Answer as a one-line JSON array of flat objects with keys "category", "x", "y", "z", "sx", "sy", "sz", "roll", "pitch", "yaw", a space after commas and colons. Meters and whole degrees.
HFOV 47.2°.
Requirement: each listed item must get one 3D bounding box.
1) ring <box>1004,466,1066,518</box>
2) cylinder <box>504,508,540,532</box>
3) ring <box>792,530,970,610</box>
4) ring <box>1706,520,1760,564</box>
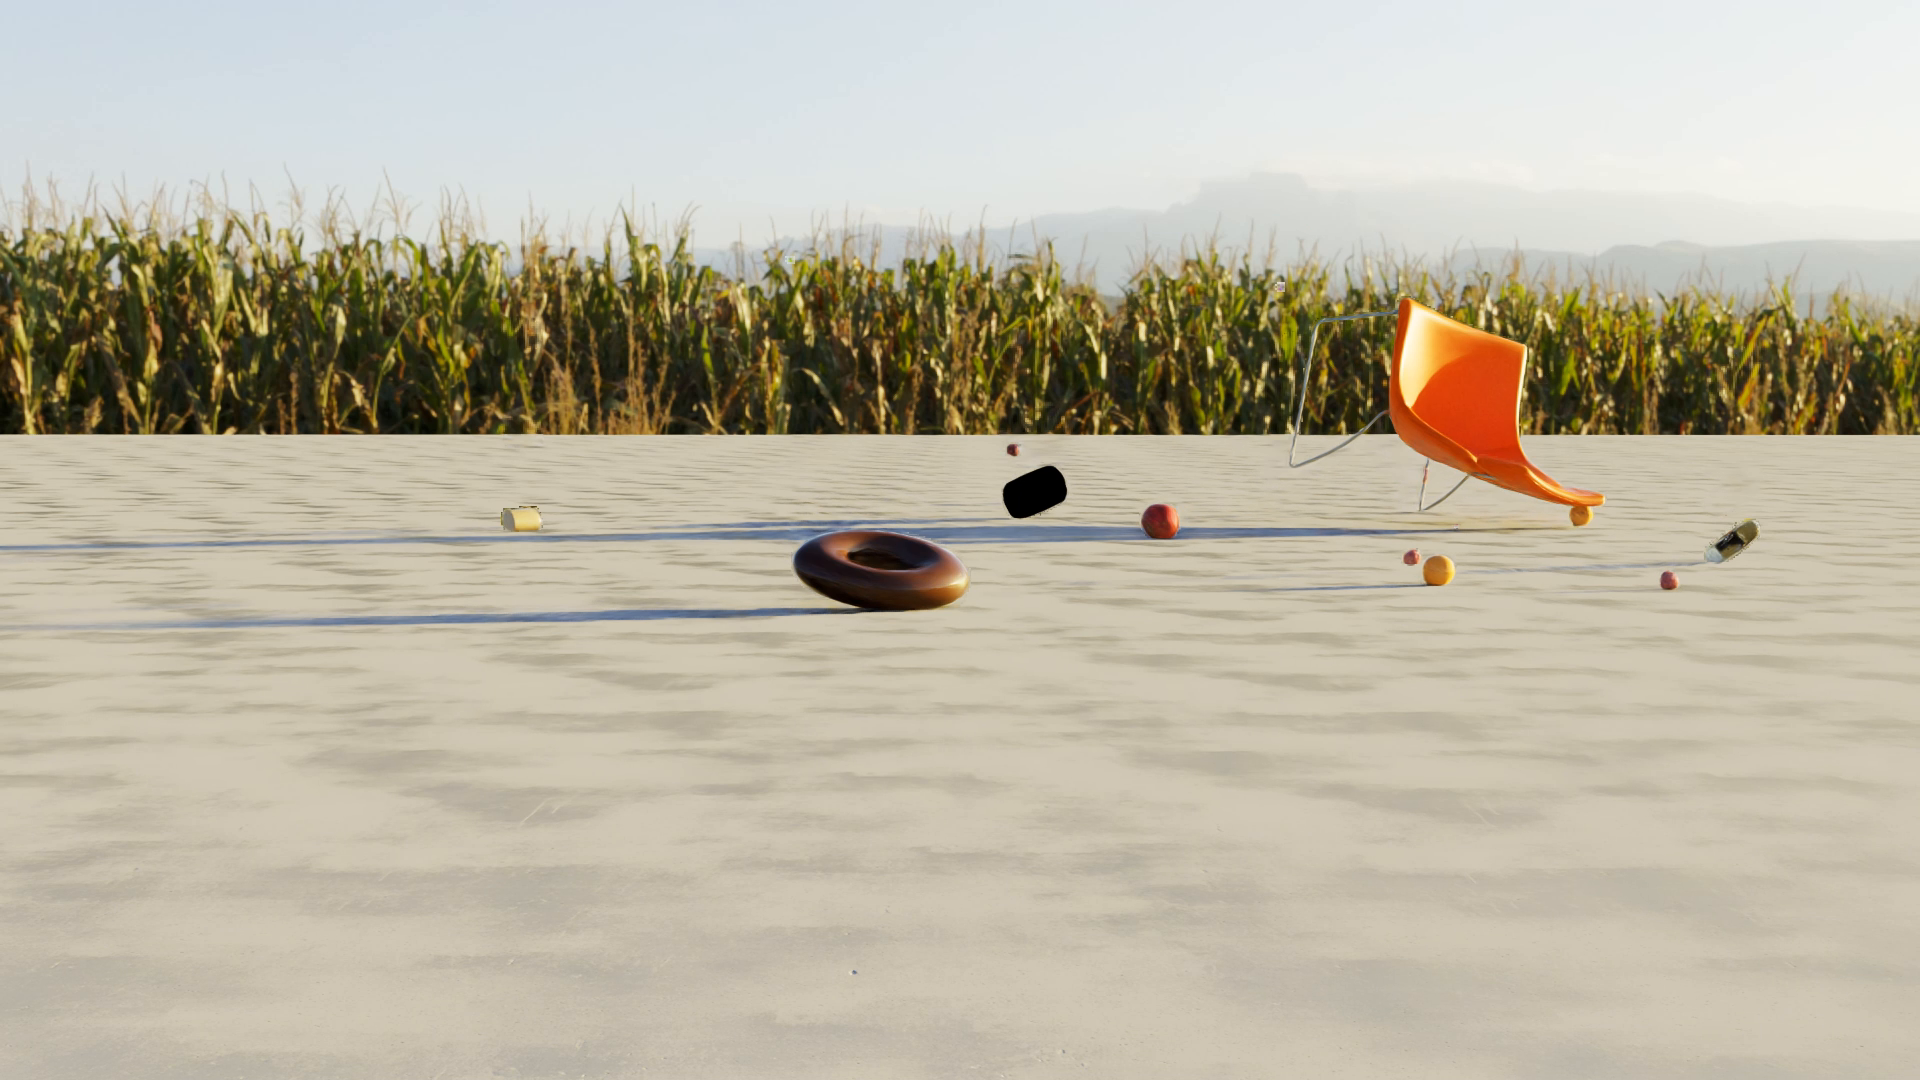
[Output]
[{"category": "ring", "x": 0.257, "y": -0.163, "z": 7.581, "sx": 0.139, "sy": 0.134, "sz": 0.310, "roll": -19, "pitch": -3, "yaw": -36}, {"category": "cylinder", "x": -1.375, "y": -0.061, "z": 6.903, "sx": 0.087, "sy": 0.067, "sz": 0.084, "roll": -3, "pitch": 34, "yaw": -38}, {"category": "ring", "x": -0.162, "y": 0.062, "z": 4.528, "sx": 0.368, "sy": 0.086, "sz": 0.234, "roll": 7, "pitch": 30, "yaw": -3}, {"category": "ring", "x": 1.985, "y": 0.006, "z": 5.652, "sx": 0.110, "sy": 0.050, "sz": 0.184, "roll": -34, "pitch": -10, "yaw": -33}]
